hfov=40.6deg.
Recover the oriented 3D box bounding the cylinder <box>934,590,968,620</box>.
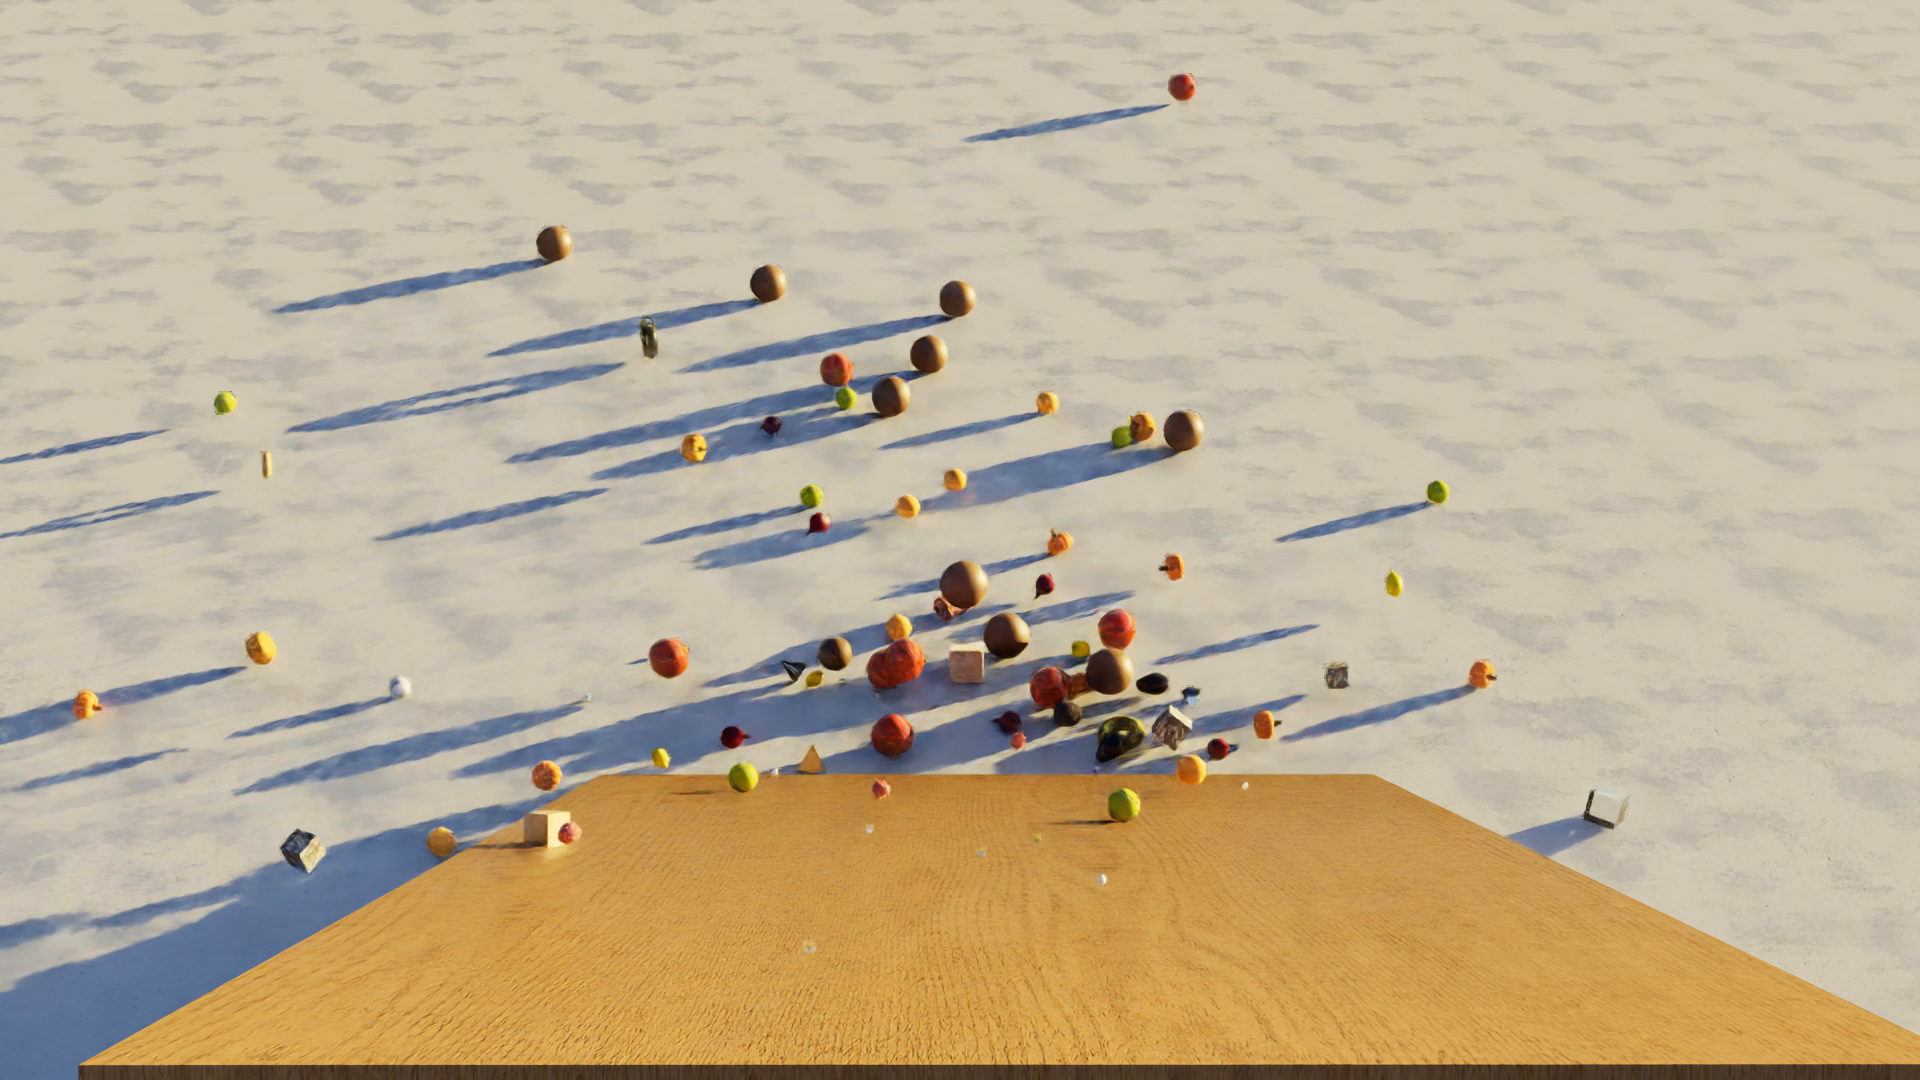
[{"bbox_3d":[-0.026,0.188,7.484,0.070,0.070,0.070,-29,42,-32],"label":"cylinder"}]

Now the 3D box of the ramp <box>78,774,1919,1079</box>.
[{"bbox_3d":[0.072,0.630,4.726,2.000,0.100,4.000,0,-1,0],"label":"ramp"}]

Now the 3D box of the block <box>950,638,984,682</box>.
[{"bbox_3d":[0.018,0.334,7.214,0.093,0.093,0.093,1,20,2],"label":"block"}]

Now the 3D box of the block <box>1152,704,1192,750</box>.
[{"bbox_3d":[0.566,0.500,6.919,0.076,0.076,0.076,38,13,-5],"label":"block"}]

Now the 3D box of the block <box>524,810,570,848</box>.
[{"bbox_3d":[-0.791,0.552,4.958,0.062,0.062,0.062,-1,-1,32],"label":"block"}]

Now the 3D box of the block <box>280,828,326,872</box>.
[{"bbox_3d":[-1.415,0.668,5.580,0.058,0.058,0.058,14,50,29],"label":"block"}]

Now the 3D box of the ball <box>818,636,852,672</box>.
[{"bbox_3d":[-0.347,0.315,7.182,0.097,0.097,0.097,0,32,0],"label":"ball"}]

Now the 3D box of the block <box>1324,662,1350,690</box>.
[{"bbox_3d":[1.041,0.375,7.156,0.058,0.058,0.058,-7,10,5],"label":"block"}]

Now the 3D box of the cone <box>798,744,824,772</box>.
[{"bbox_3d":[-0.390,0.572,6.847,0.072,0.072,0.072,2,2,0],"label":"cone"}]

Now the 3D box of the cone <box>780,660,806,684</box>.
[{"bbox_3d":[-0.470,0.353,7.199,0.067,0.067,0.067,33,36,-2],"label":"cone"}]

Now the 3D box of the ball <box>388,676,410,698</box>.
[{"bbox_3d":[-1.545,0.407,7.146,0.059,0.059,0.059,0,32,0],"label":"ball"}]

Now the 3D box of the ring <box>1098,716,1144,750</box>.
[{"bbox_3d":[0.434,0.520,6.977,0.128,0.043,0.128,-5,33,4],"label":"ring"}]

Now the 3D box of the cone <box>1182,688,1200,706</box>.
[{"bbox_3d":[0.635,0.440,7.123,0.050,0.050,0.050,1,55,1],"label":"cone"}]

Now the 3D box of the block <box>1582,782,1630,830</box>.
[{"bbox_3d":[1.663,0.685,6.666,0.081,0.081,0.081,20,20,28],"label":"block"}]

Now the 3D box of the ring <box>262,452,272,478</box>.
[{"bbox_3d":[-2.169,-0.236,8.107,0.028,0.084,0.084,2,31,-12],"label":"ring"}]
